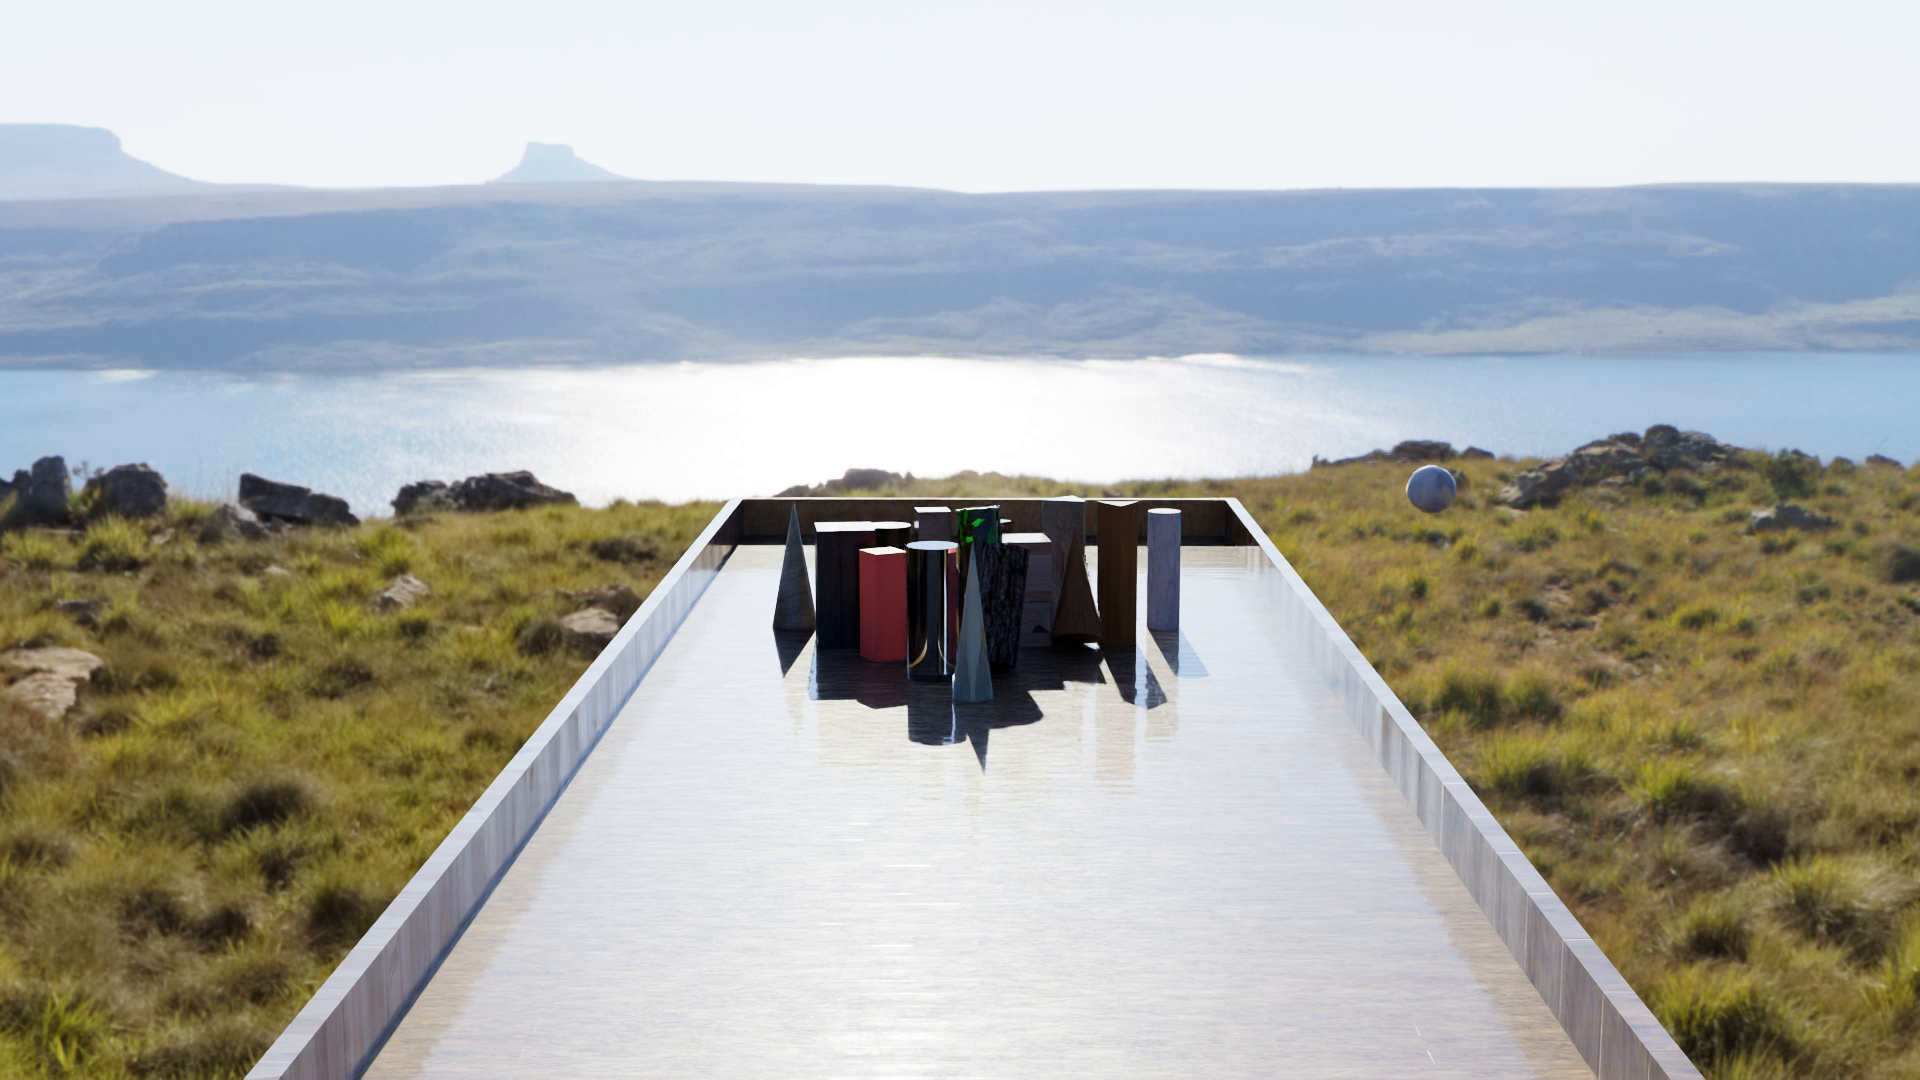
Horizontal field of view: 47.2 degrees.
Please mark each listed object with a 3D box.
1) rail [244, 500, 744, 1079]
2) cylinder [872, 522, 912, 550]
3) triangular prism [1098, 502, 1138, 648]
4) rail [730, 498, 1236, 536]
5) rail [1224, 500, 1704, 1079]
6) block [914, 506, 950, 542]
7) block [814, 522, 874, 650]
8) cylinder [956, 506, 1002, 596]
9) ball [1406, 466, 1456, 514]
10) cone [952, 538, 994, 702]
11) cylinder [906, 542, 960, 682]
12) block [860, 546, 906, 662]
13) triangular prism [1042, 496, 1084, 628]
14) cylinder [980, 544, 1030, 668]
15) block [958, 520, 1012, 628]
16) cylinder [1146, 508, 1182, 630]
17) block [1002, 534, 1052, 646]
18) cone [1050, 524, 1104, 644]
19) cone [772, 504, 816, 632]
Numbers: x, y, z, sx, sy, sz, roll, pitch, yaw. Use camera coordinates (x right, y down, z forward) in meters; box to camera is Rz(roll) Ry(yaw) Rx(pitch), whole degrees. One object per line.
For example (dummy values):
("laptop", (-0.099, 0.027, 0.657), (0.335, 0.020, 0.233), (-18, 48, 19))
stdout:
("rail", (-1.004, 0.839, 3.234), (0.050, 0.150, 12.000), (0, 9, 1))
("cylinder", (-0.230, 0.119, 7.181), (0.142, 0.338, 0.142), (0, 9, 0))
("triangular prism", (0.513, 0.103, 6.928), (0.108, 0.447, 0.125), (-5, 10, -30))
("rail", (0.099, -0.098, 9.147), (2.100, 0.150, 0.050), (0, 9, 1))
("rail", (1.046, 0.843, 3.208), (0.050, 0.150, 12.000), (0, 9, 1))
("block", (-0.086, 0.116, 6.916), (0.102, 0.427, 0.102), (-1, 9, -8))
("block", (-0.363, 0.142, 6.922), (0.179, 0.373, 0.179), (-1, 9, -6))
("cylinder", (0.073, 0.129, 6.701), (0.131, 0.453, 0.131), (-4, 2, 0))
("ball", (1.696, -0.181, 7.911), (0.175, 0.175, 0.175), (0, 9, 0))
("cone", (0.036, 0.216, 6.177), (0.117, 0.459, 0.117), (0, 9, 0))
("cylinder", (-0.079, 0.209, 6.434), (0.155, 0.393, 0.155), (0, 9, 0))
("block", (-0.233, 0.196, 6.716), (0.110, 0.331, 0.110), (-5, 10, -29))
("triangular prism", (0.353, 0.072, 7.201), (0.141, 0.423, 0.122), (3, 9, 17))
("cylinder", (0.119, 0.197, 6.554), (0.139, 0.353, 0.139), (7, -11, 1))
("block", (0.082, 0.111, 7.196), (0.129, 0.349, 0.129), (7, 11, 38))
("cylinder", (0.665, 0.095, 7.179), (0.107, 0.384, 0.107), (0, 9, 0))
("block", (0.189, 0.157, 6.958), (0.175, 0.332, 0.175), (-1, 9, -6))
("cone", (0.364, 0.129, 6.901), (0.164, 0.371, 0.164), (0, -14, 0))
("cone", (-0.540, 0.076, 7.180), (0.152, 0.423, 0.152), (0, 9, 0))
